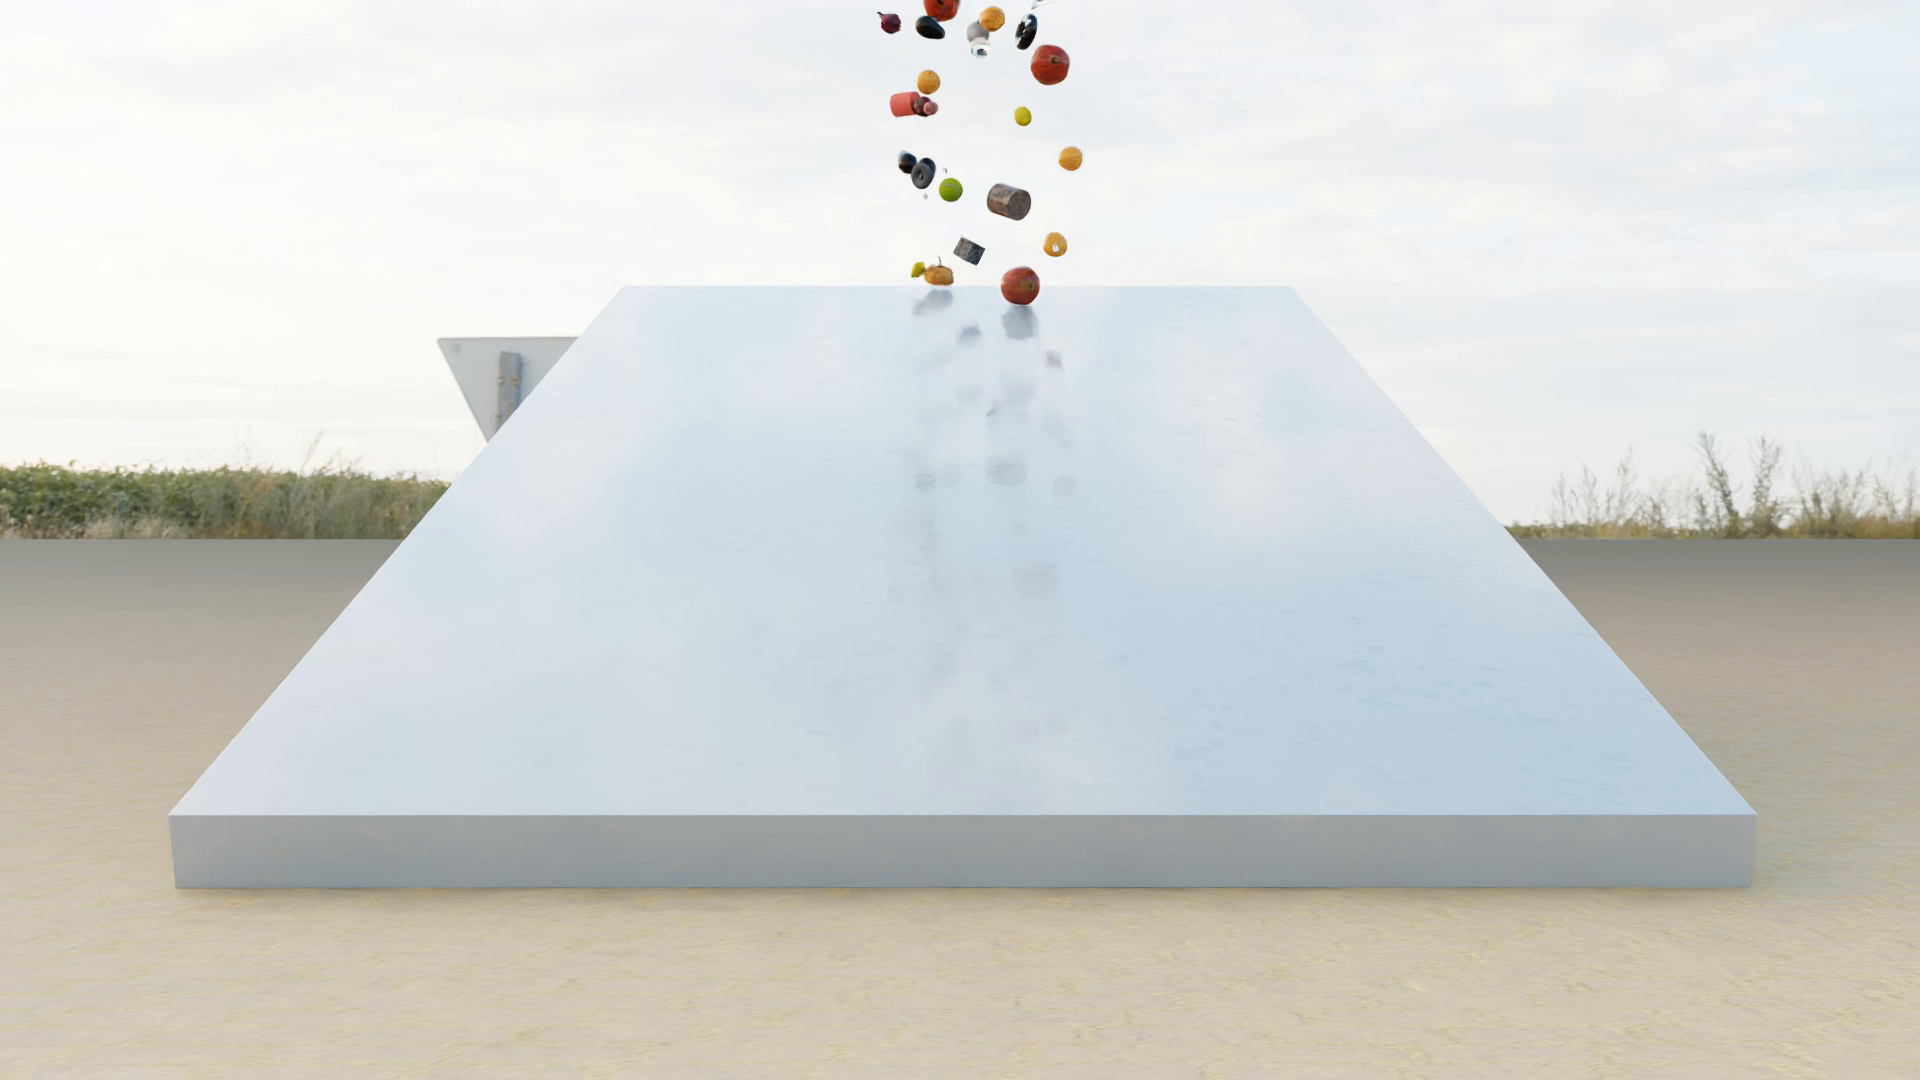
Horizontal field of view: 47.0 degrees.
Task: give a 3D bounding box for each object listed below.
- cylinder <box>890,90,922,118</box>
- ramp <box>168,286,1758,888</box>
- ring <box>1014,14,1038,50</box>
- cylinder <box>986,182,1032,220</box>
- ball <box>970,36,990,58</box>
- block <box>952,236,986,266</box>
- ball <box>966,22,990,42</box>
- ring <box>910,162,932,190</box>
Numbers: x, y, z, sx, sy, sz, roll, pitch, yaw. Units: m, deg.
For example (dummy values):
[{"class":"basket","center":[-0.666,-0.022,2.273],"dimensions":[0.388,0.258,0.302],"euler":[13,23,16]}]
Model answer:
[{"class":"cylinder","center":[-0.157,-1.266,6.413],"dimensions":[0.069,0.069,0.069],"euler":[-1,0,31]},{"class":"ramp","center":[-0.002,-0.161,4.714],"dimensions":[2.000,0.100,4.000],"euler":[0,16,0]},{"class":"ring","center":[0.190,-1.460,6.346],"dimensions":[0.036,0.109,0.109],"euler":[16,-6,-21]},{"class":"cylinder","center":[0.137,-0.945,6.168],"dimensions":[0.090,0.090,0.090],"euler":[0,19,-43]},{"class":"ball","center":[0.058,-1.392,6.245],"dimensions":[0.060,0.060,0.060],"euler":[0,0,0]},{"class":"block","center":[0.027,-0.846,6.462],"dimensions":[0.058,0.058,0.058],"euler":[17,15,-48]},{"class":"ball","center":[0.052,-1.460,6.369],"dimensions":[0.070,0.070,0.070],"euler":[0,0,0]},{"class":"ring","center":[-0.109,-1.031,6.260],"dimensions":[0.075,0.075,0.025],"euler":[0,8,44]}]
